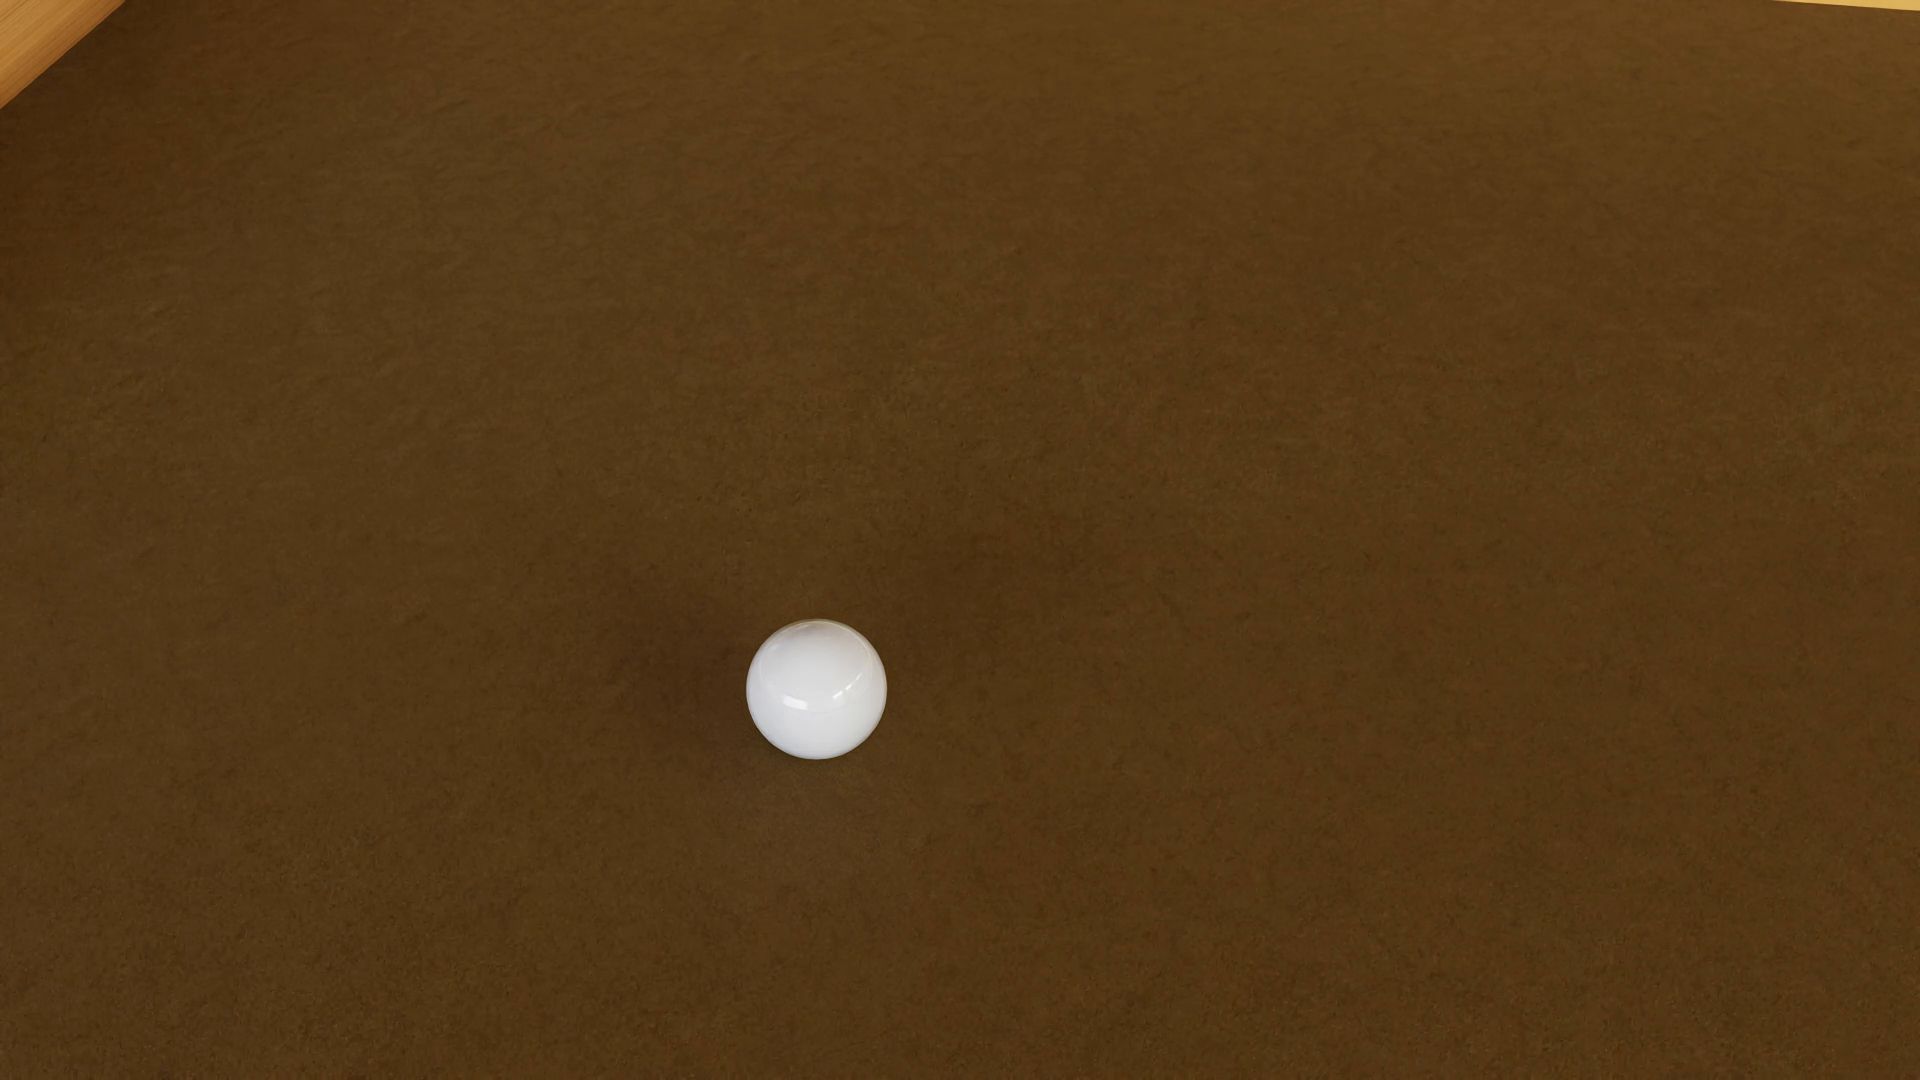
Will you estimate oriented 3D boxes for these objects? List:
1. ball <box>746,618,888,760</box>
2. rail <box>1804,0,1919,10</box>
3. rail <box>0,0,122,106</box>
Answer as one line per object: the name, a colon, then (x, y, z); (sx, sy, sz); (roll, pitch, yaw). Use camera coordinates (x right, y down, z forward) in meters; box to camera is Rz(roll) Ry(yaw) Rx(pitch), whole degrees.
ball: (-0.091, 0.095, 1.635); (0.090, 0.090, 0.090); (0, 35, 0)
rail: (1.248, -0.551, 2.538); (4.188, 0.119, 0.045); (6, 35, 9)
rail: (-1.005, -0.123, 1.921); (0.045, 0.119, 2.375); (6, 35, 9)
